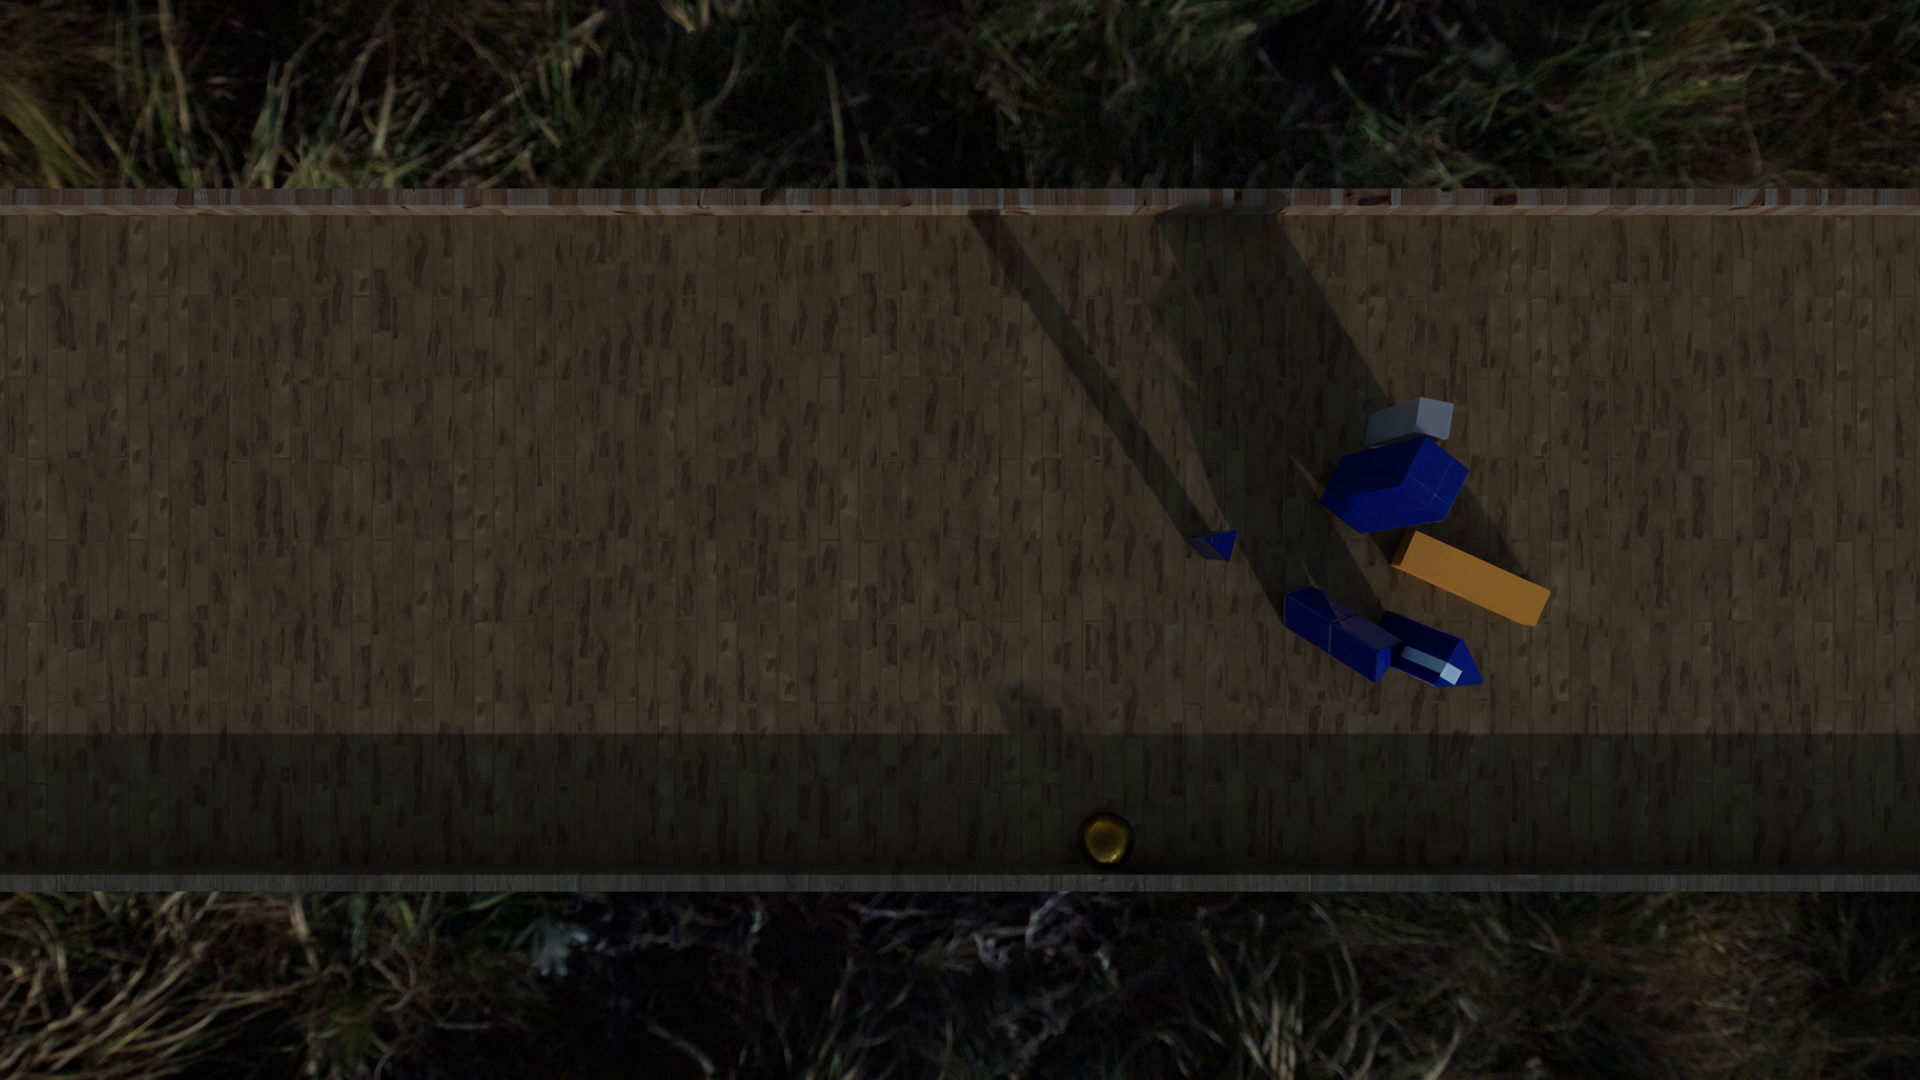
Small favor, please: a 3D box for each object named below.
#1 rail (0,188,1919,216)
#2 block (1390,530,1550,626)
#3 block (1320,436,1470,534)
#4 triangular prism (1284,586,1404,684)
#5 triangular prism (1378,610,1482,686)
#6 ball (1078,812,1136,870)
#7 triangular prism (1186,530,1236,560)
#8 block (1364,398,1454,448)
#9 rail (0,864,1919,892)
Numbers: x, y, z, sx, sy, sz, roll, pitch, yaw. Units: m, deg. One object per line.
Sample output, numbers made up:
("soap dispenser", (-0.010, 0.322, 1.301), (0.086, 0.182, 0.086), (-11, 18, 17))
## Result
("rail", (-2.247, -1.025, 5.002), (12.000, 0.150, 0.050), (0, 90, 0))
("block", (1.551, 0.115, 5.018), (0.445, 0.116, 0.116), (24, 90, 0))
("block", (1.268, -0.156, 4.843), (0.172, 0.406, 0.172), (35, 73, -15))
("triangular prism", (1.125, 0.263, 4.921), (0.348, 0.126, 0.146), (35, 90, 36))
("triangular prism", (1.362, 0.312, 4.859), (0.154, 0.392, 0.133), (-2, 100, -17))
("ball", (0.444, 0.908, 4.991), (0.172, 0.172, 0.172), (0, 90, 0))
("triangular prism", (0.750, 0.001, 4.852), (0.087, 0.448, 0.075), (44, 90, 0))
("block", (1.322, -0.337, 4.873), (0.102, 0.393, 0.102), (10, 86, -6))
("rail", (-2.247, 1.025, 5.001), (12.000, 0.150, 0.050), (0, 90, 0))
